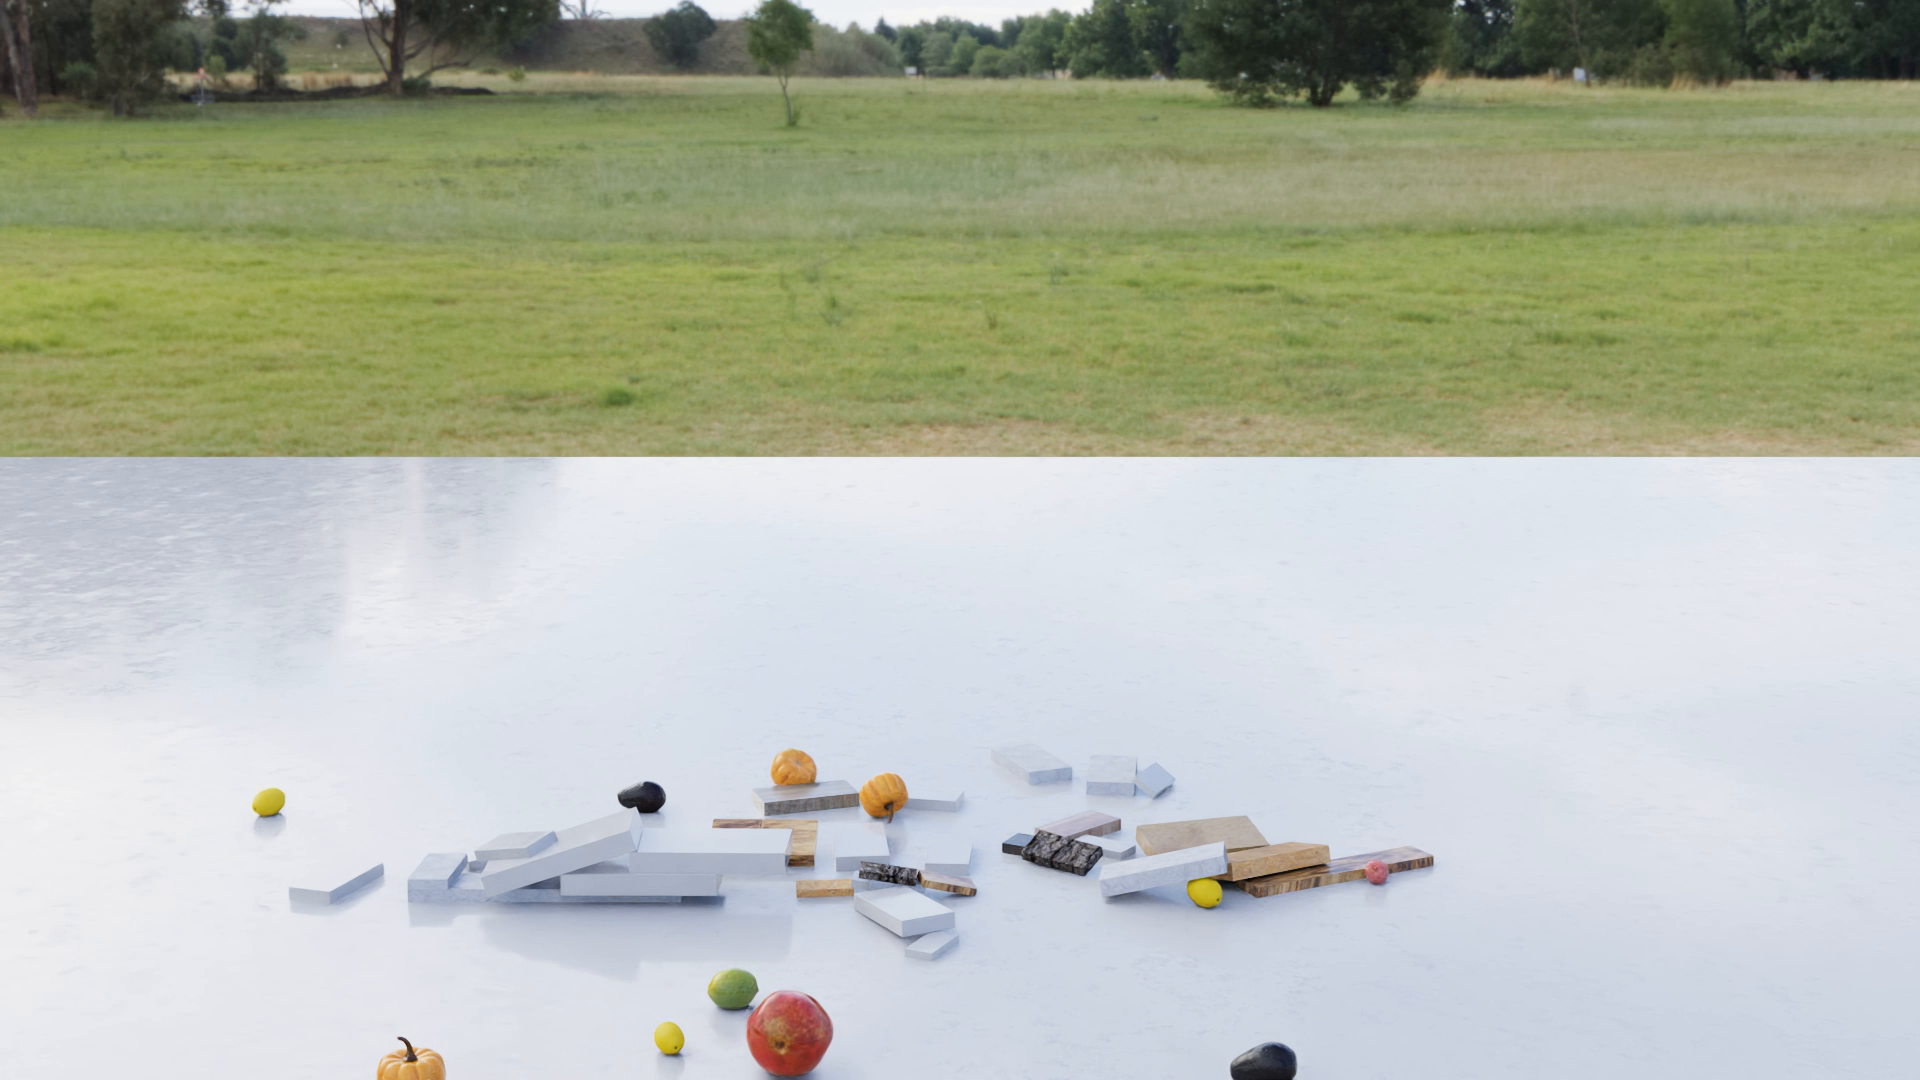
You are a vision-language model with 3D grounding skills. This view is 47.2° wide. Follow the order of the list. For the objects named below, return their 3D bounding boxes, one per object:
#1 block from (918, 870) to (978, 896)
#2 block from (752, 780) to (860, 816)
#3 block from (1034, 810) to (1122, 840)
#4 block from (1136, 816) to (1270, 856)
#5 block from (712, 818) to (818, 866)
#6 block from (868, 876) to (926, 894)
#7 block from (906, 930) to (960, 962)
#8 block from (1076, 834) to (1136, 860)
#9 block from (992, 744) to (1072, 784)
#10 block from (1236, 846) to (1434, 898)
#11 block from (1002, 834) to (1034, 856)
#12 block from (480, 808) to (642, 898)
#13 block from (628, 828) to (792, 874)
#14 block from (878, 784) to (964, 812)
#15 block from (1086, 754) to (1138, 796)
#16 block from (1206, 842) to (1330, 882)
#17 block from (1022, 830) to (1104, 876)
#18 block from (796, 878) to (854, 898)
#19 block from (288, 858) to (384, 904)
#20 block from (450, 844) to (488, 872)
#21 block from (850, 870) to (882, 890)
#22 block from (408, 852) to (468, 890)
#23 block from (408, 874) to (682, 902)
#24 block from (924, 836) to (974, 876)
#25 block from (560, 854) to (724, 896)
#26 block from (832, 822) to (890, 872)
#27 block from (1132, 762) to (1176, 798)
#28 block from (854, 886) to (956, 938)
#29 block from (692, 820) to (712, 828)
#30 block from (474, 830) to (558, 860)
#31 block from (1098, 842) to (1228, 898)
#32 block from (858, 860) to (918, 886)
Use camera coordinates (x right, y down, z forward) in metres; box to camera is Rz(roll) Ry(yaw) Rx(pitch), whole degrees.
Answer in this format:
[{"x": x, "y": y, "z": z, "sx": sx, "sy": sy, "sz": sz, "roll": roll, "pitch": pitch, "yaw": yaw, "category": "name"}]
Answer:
[{"x": -0.022, "y": 0.571, "z": 3.664, "sx": 0.093, "sy": 0.013, "sz": 0.046, "roll": 12, "pitch": 11, "yaw": -16, "category": "block"}, {"x": -0.292, "y": 0.487, "z": 4.154, "sx": 0.184, "sy": 0.026, "sz": 0.092, "roll": -4, "pitch": 11, "yaw": -19, "category": "block"}, {"x": 0.214, "y": 0.522, "z": 3.977, "sx": 0.149, "sy": 0.021, "sz": 0.075, "roll": -10, "pitch": 15, "yaw": -44, "category": "block"}, {"x": 0.424, "y": 0.530, "z": 3.852, "sx": 0.209, "sy": 0.030, "sz": 0.104, "roll": -3, "pitch": 24, "yaw": -16, "category": "block"}, {"x": -0.343, "y": 0.528, "z": 3.837, "sx": 0.185, "sy": 0.026, "sz": 0.092, "roll": 0, "pitch": 34, "yaw": 1, "category": "block"}, {"x": -0.105, "y": 0.569, "z": 3.658, "sx": 0.093, "sy": 0.013, "sz": 0.046, "roll": 7, "pitch": 11, "yaw": -8, "category": "block"}, {"x": -0.043, "y": 0.630, "z": 3.417, "sx": 0.046, "sy": 0.013, "sz": 0.093, "roll": 5, "pitch": 12, "yaw": 27, "category": "block"}, {"x": 0.252, "y": 0.543, "z": 3.883, "sx": 0.104, "sy": 0.015, "sz": 0.052, "roll": 7, "pitch": 13, "yaw": 34, "category": "block"}, {"x": 0.141, "y": 0.445, "z": 4.378, "sx": 0.092, "sy": 0.026, "sz": 0.184, "roll": -4, "pitch": 11, "yaw": -22, "category": "block"}, {"x": 0.643, "y": 0.565, "z": 3.754, "sx": 0.365, "sy": 0.018, "sz": 0.063, "roll": -5, "pitch": 12, "yaw": -26, "category": "block"}, {"x": 0.145, "y": 0.543, "z": 3.874, "sx": 0.127, "sy": 0.018, "sz": 0.063, "roll": 6, "pitch": 12, "yaw": 27, "category": "block"}, {"x": -0.657, "y": 0.516, "z": 3.642, "sx": 0.255, "sy": 0.036, "sz": 0.127, "roll": -18, "pitch": 11, "yaw": 0, "category": "block"}, {"x": -0.411, "y": 0.516, "z": 3.649, "sx": 0.255, "sy": 0.036, "sz": 0.127, "roll": 0, "pitch": 11, "yaw": 1, "category": "block"}, {"x": -0.073, "y": 0.488, "z": 4.158, "sx": 0.149, "sy": 0.021, "sz": 0.075, "roll": 2, "pitch": 11, "yaw": 13, "category": "block"}, {"x": 0.298, "y": 0.459, "z": 4.300, "sx": 0.092, "sy": 0.026, "sz": 0.185, "roll": 1, "pitch": 11, "yaw": 6, "category": "block"}, {"x": 0.516, "y": 0.547, "z": 3.748, "sx": 0.209, "sy": 0.030, "sz": 0.104, "roll": -5, "pitch": -1, "yaw": -30, "category": "block"}, {"x": 0.176, "y": 0.542, "z": 3.805, "sx": 0.127, "sy": 0.018, "sz": 0.063, "roll": 10, "pitch": 35, "yaw": 34, "category": "block"}, {"x": -0.226, "y": 0.582, "z": 3.674, "sx": 0.095, "sy": 0.014, "sz": 0.048, "roll": -1, "pitch": 11, "yaw": -5, "category": "block"}, {"x": -1.048, "y": 0.573, "z": 3.700, "sx": 0.079, "sy": 0.022, "sz": 0.158, "roll": 3, "pitch": 11, "yaw": 18, "category": "block"}, {"x": -0.816, "y": 0.548, "z": 3.841, "sx": 0.133, "sy": 0.019, "sz": 0.067, "roll": -10, "pitch": 14, "yaw": -42, "category": "block"}, {"x": -0.132, "y": 0.575, "z": 3.675, "sx": 0.095, "sy": 0.014, "sz": 0.048, "roll": 10, "pitch": 11, "yaw": 4, "category": "block"}, {"x": -0.874, "y": 0.555, "z": 3.683, "sx": 0.067, "sy": 0.019, "sz": 0.133, "roll": 0, "pitch": 11, "yaw": 2, "category": "block"}, {"x": -0.686, "y": 0.579, "z": 3.666, "sx": 0.449, "sy": 0.022, "sz": 0.079, "roll": 0, "pitch": 11, "yaw": 0, "category": "block"}, {"x": -0.018, "y": 0.549, "z": 3.829, "sx": 0.075, "sy": 0.021, "sz": 0.149, "roll": 1, "pitch": 11, "yaw": 4, "category": "block"}, {"x": -0.525, "y": 0.552, "z": 3.652, "sx": 0.255, "sy": 0.036, "sz": 0.127, "roll": 0, "pitch": 11, "yaw": 0, "category": "block"}, {"x": -0.176, "y": 0.539, "z": 3.871, "sx": 0.092, "sy": 0.026, "sz": 0.188, "roll": -1, "pitch": 11, "yaw": -5, "category": "block"}, {"x": 0.374, "y": 0.463, "z": 4.239, "sx": 0.052, "sy": 0.015, "sz": 0.104, "roll": 40, "pitch": 24, "yaw": 15, "category": "block"}, {"x": -0.091, "y": 0.595, "z": 3.532, "sx": 0.092, "sy": 0.026, "sz": 0.184, "roll": -5, "pitch": 7, "yaw": -26, "category": "block"}, {"x": -0.407, "y": 0.532, "z": 3.920, "sx": 0.158, "sy": 0.022, "sz": 0.079, "roll": 4, "pitch": 11, "yaw": 22, "category": "block"}, {"x": -0.740, "y": 0.509, "z": 3.662, "sx": 0.133, "sy": 0.019, "sz": 0.067, "roll": -9, "pitch": 14, "yaw": 37, "category": "block"}, {"x": 0.339, "y": 0.547, "z": 3.656, "sx": 0.209, "sy": 0.030, "sz": 0.104, "roll": -13, "pitch": 3, "yaw": 9, "category": "block"}, {"x": -0.120, "y": 0.554, "z": 3.652, "sx": 0.095, "sy": 0.014, "sz": 0.048, "roll": 8, "pitch": 11, "yaw": -2, "category": "block"}]
